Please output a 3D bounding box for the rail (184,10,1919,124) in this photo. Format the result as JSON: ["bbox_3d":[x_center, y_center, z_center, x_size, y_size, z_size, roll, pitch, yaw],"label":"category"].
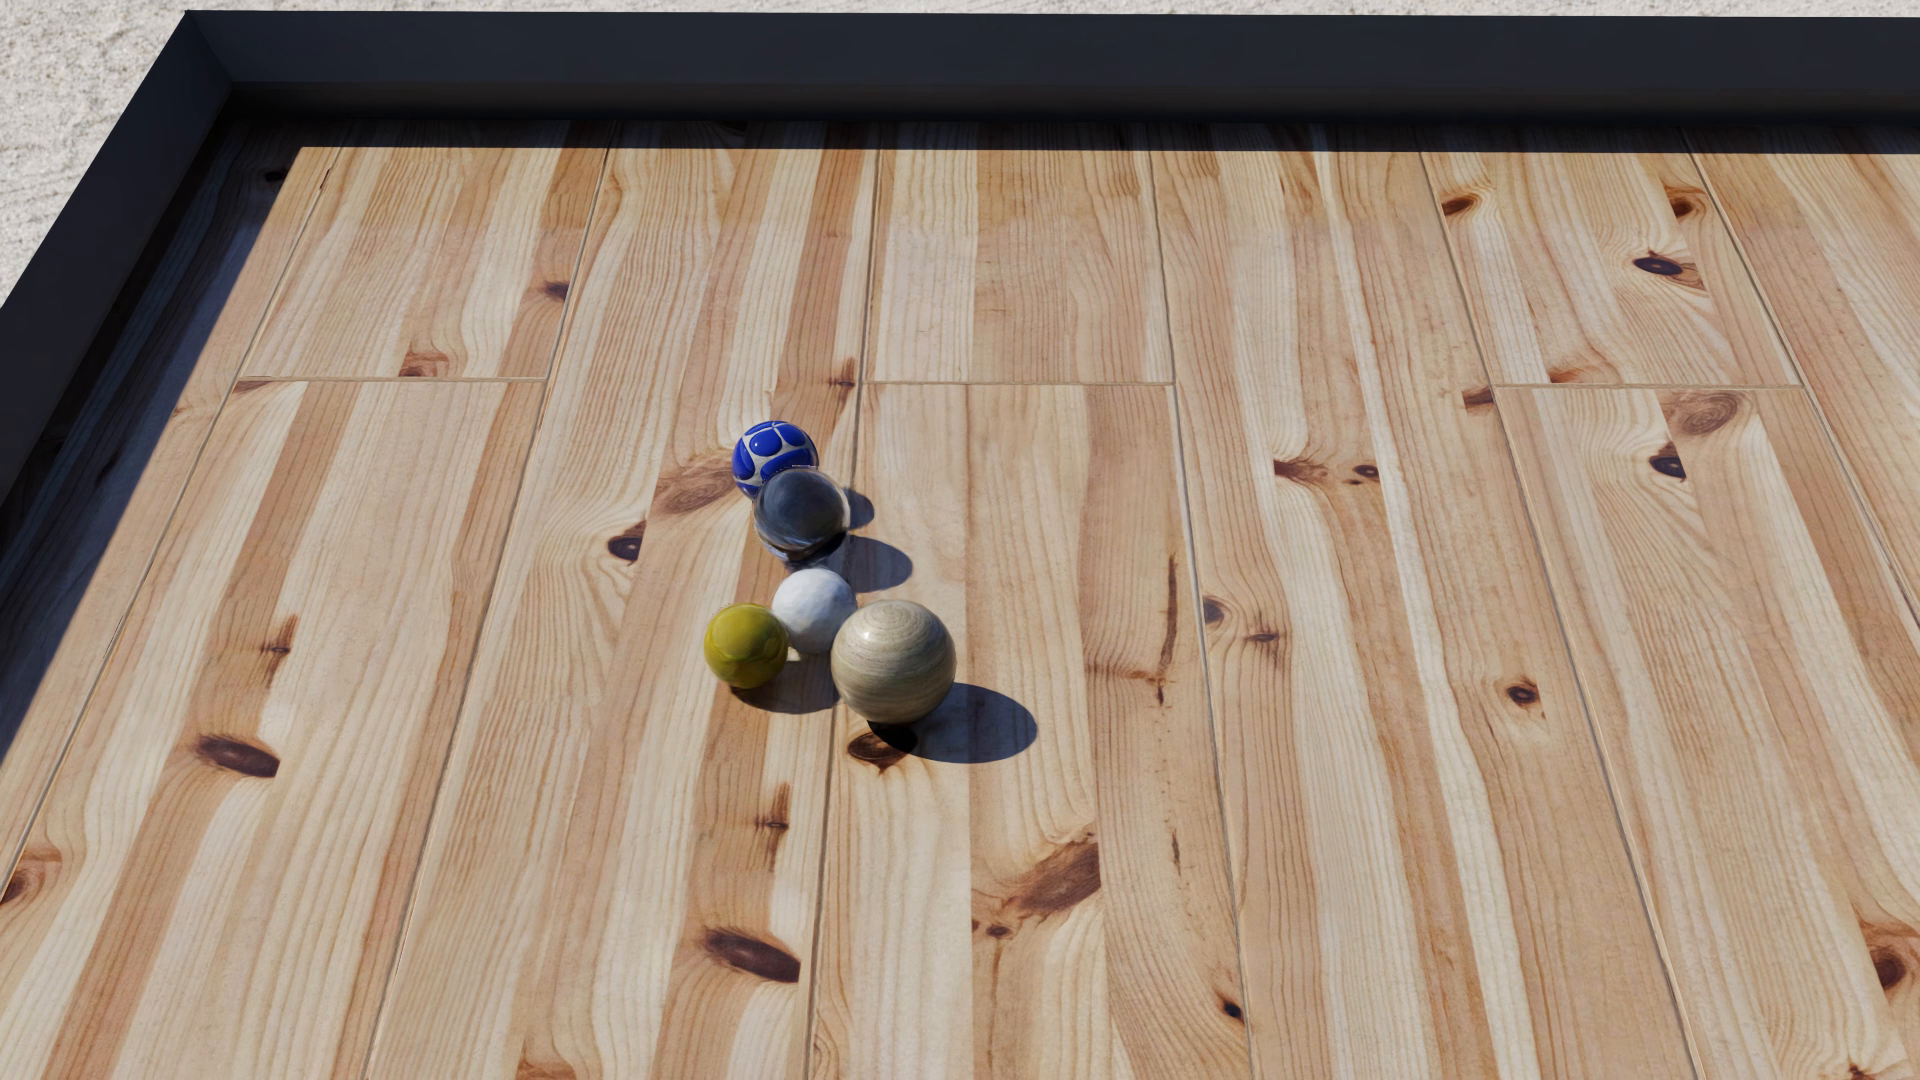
[{"bbox_3d":[0.730,-0.424,2.370,2.893,0.108,0.045,0,35,0],"label":"rail"}]

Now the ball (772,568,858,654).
[{"bbox_3d":[-0.099,0.048,1.748,0.059,0.059,0.059,0,35,0],"label":"ball"}]

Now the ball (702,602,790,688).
[{"bbox_3d":[-0.143,0.071,1.717,0.058,0.058,0.058,0,35,0],"label":"ball"}]

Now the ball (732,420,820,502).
[{"bbox_3d":[-0.136,-0.056,1.889,0.065,0.065,0.065,0,35,0],"label":"ball"}]

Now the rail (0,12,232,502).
[{"bbox_3d":[-0.699,-0.021,1.801,0.045,0.108,1.470,0,35,0],"label":"rail"}]

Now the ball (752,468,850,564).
[{"bbox_3d":[-0.113,-0.017,1.831,0.070,0.070,0.070,0,35,0],"label":"ball"}]

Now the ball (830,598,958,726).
[{"bbox_3d":[-0.044,0.080,1.683,0.083,0.083,0.083,0,35,0],"label":"ball"}]
